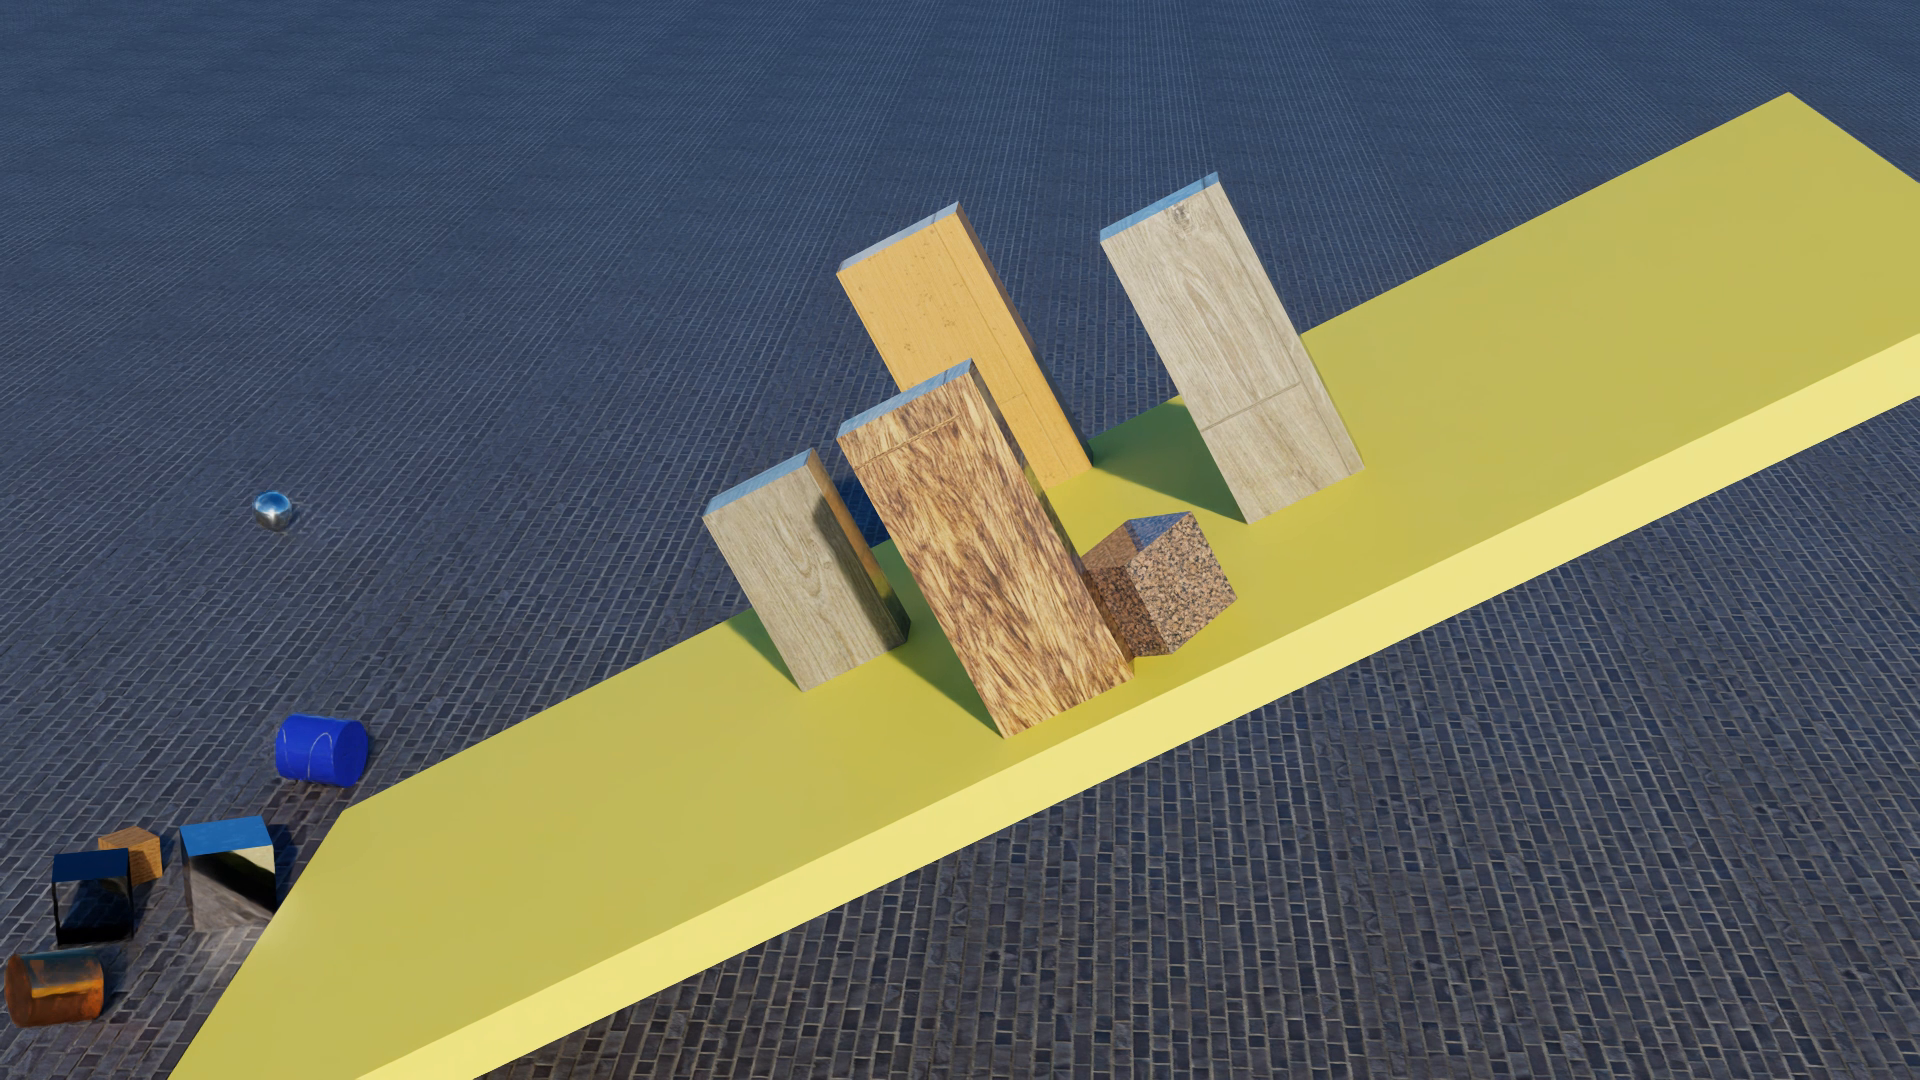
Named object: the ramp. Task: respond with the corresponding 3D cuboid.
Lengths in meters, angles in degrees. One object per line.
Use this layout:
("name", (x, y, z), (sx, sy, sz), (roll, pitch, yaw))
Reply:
("ramp", (0.141, 0.167, 6.281), (4.000, 0.100, 2.000), (-26, 14, 11))

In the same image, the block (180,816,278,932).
("block", (-1.787, 0.814, 7.186), (0.199, 0.199, 0.199), (-6, 18, -20))

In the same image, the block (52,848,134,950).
("block", (-2.085, 0.861, 7.077), (0.172, 0.172, 0.172), (-4, 18, -13))

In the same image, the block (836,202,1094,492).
("block", (0.016, -0.414, 6.943), (0.315, 0.688, 0.134), (-26, 14, 11))

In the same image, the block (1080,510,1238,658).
("block", (0.356, 0.086, 5.533), (0.194, 0.194, 0.194), (-38, 16, -31))

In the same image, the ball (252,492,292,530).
("ball", (-2.388, -0.100, 10.221), (0.135, 0.135, 0.135), (0, 17, 0))

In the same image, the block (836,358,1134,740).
("block", (0.052, 0.019, 5.412), (0.271, 0.652, 0.110), (-26, 14, 11))

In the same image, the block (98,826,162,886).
("block", (-2.085, 0.797, 7.394), (0.107, 0.107, 0.107), (15, 23, 40))

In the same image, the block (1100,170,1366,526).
("block", (0.544, -0.380, 5.864), (0.259, 0.650, 0.119), (-26, 14, 11))

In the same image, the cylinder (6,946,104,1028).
("cylinder", (-2.031, 1.002, 6.598), (0.165, 0.165, 0.165), (-2, 15, -38))

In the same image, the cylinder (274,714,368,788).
("cylinder", (-1.736, 0.572, 7.994), (0.180, 0.180, 0.180), (6, 18, 19))

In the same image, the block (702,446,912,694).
("block", (-0.332, 0.066, 6.419), (0.259, 0.451, 0.141), (-26, 14, 11))
